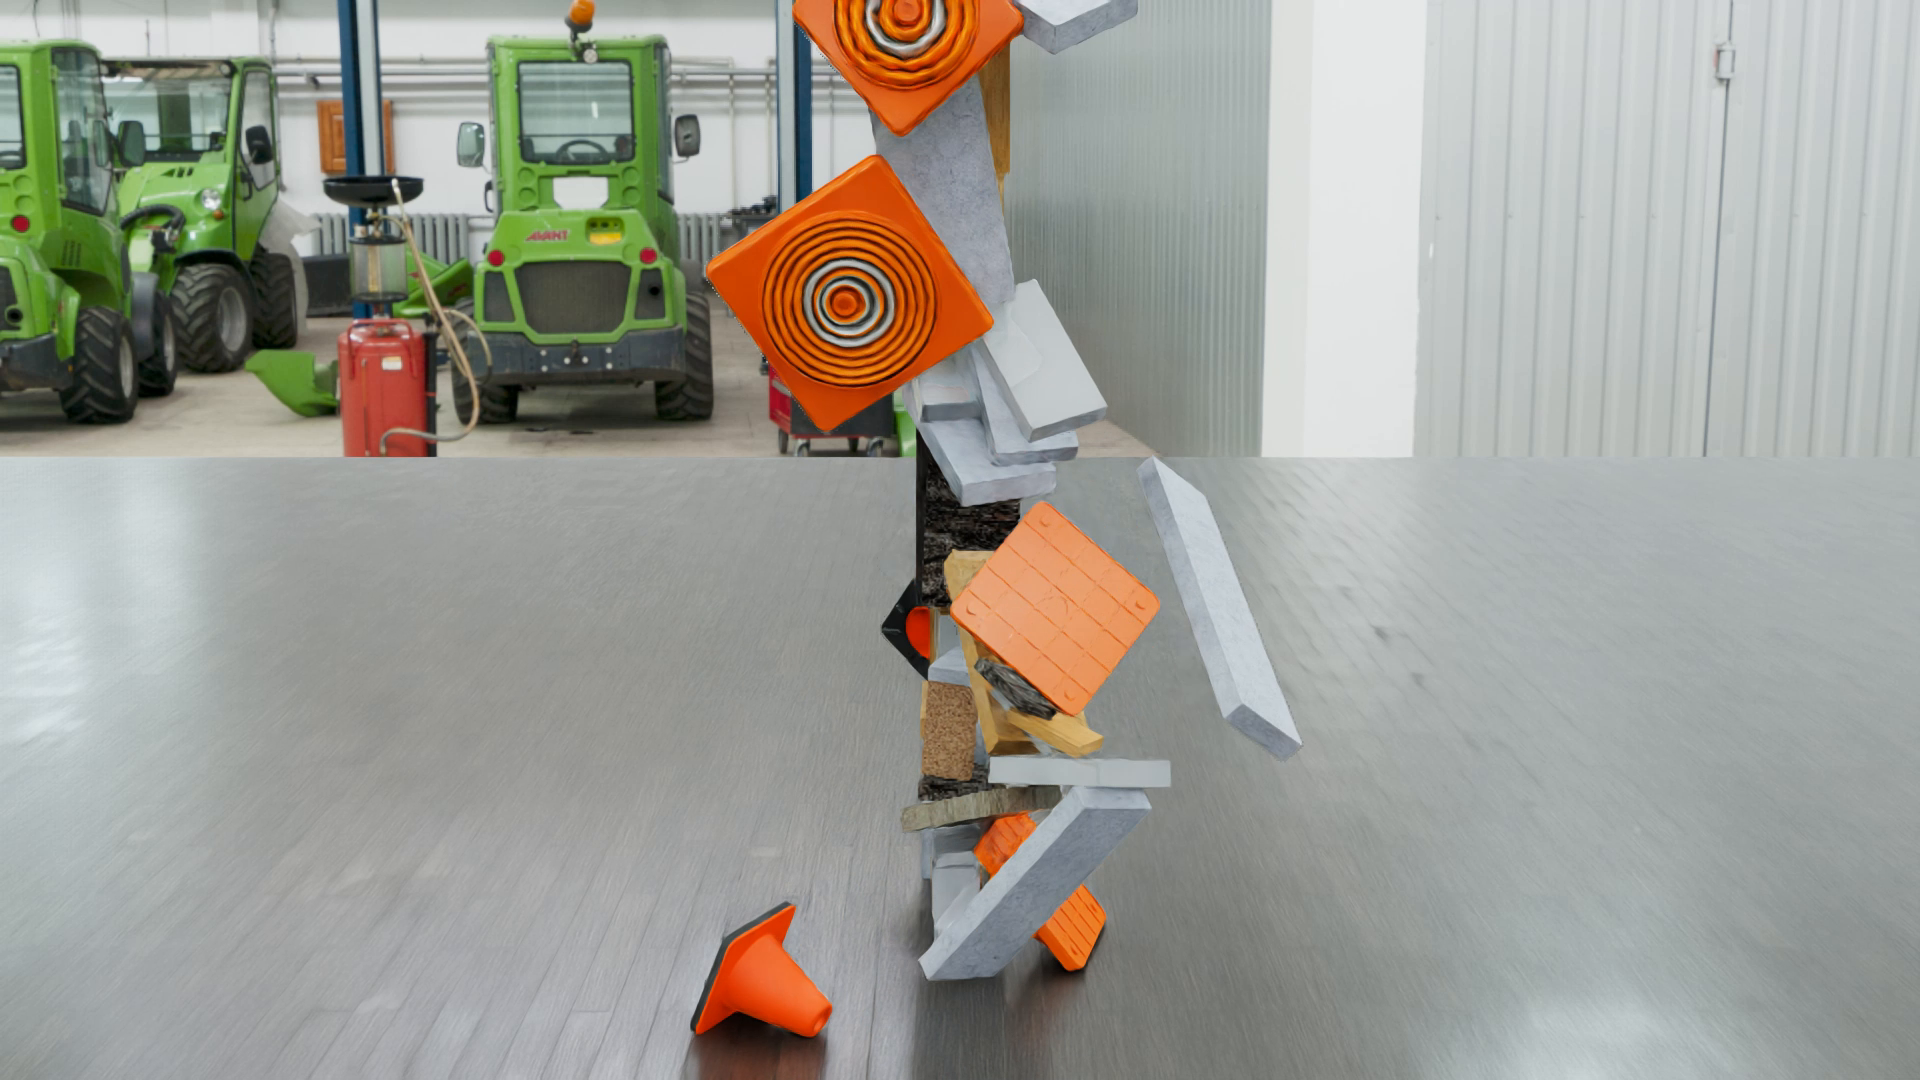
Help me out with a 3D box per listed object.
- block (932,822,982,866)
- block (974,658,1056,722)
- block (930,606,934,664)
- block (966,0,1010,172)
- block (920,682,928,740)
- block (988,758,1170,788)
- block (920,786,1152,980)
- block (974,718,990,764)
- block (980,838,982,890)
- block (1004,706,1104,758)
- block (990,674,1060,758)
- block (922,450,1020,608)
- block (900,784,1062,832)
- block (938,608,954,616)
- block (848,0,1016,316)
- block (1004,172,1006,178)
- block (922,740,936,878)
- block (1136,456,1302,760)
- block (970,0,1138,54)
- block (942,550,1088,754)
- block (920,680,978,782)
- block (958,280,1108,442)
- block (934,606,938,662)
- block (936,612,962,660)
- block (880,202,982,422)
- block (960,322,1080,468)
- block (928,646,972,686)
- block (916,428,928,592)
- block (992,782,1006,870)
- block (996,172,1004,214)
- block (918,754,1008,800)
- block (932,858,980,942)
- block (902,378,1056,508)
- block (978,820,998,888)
[{"bbox_3d":[-0.004,0.472,3.427,0.073,0.021,0.146,-3,11,-1],"label":"block"},{"bbox_3d":[0.079,0.213,3.154,0.064,0.018,0.128,21,13,-40],"label":"block"},{"bbox_3d":[-0.001,0.162,3.825,0.104,0.208,0.029,0,11,-1],"label":"block"},{"bbox_3d":[-0.007,-0.727,3.382,0.166,0.332,0.047,-1,34,0],"label":"block"},{"bbox_3d":[-0.004,0.292,3.794,0.126,0.036,0.252,0,11,0],"label":"block"},{"bbox_3d":[0.169,0.332,3.148,0.128,0.036,0.257,5,-6,-35],"label":"block"},{"bbox_3d":[0.104,0.498,3.163,0.128,0.423,0.036,6,44,-39],"label":"block"},{"bbox_3d":[0.012,0.285,3.615,0.080,0.159,0.023,6,12,17],"label":"block"},{"bbox_3d":[-0.002,0.549,3.489,0.073,0.146,0.021,-1,4,-4],"label":"block"},{"bbox_3d":[0.134,0.268,3.132,0.128,0.018,0.064,27,24,31],"label":"block"},{"bbox_3d":[0.106,0.256,3.212,0.128,0.018,0.064,49,34,16],"label":"block"},{"bbox_3d":[0.019,-0.039,3.560,0.151,0.302,0.043,3,16,-1],"label":"block"},{"bbox_3d":[0.029,0.407,3.339,0.128,0.036,0.257,-2,-11,-33],"label":"block"},{"bbox_3d":[0.003,0.096,3.705,0.087,0.025,0.175,2,11,-6],"label":"block"},{"bbox_3d":[-0.038,-0.580,3.287,0.166,0.488,0.047,-8,28,6],"label":"block"},{"bbox_3d":[0.002,-0.682,3.886,0.152,0.043,0.304,6,3,2],"label":"block"},{"bbox_3d":[-0.002,0.449,3.738,0.126,0.252,0.036,0,11,0],"label":"block"},{"bbox_3d":[0.388,0.089,3.365,0.129,0.036,0.629,35,24,-29],"label":"block"},{"bbox_3d":[0.085,-0.832,3.215,0.166,0.047,0.332,-31,55,-29],"label":"block"},{"bbox_3d":[0.084,0.166,3.320,0.151,0.329,0.043,1,-33,-24],"label":"block"},{"bbox_3d":[-0.015,0.300,3.508,0.080,0.159,0.023,8,13,15],"label":"block"},{"bbox_3d":[0.111,-0.278,3.388,0.129,0.257,0.036,-18,-27,-18],"label":"block"},{"bbox_3d":[0.000,0.191,3.761,0.087,0.175,0.025,0,11,0],"label":"block"},{"bbox_3d":[0.006,0.208,3.655,0.087,0.175,0.025,2,3,-6],"label":"block"},{"bbox_3d":[-0.012,-0.373,3.522,0.168,0.402,0.048,-5,-31,-11],"label":"block"},{"bbox_3d":[0.091,-0.235,3.402,0.129,0.257,0.036,-6,-30,-12],"label":"block"},{"bbox_3d":[0.009,0.204,3.540,0.080,0.023,0.159,8,11,14],"label":"block"},{"bbox_3d":[0.009,-0.096,3.657,0.163,0.364,0.046,0,15,-1],"label":"block"},{"bbox_3d":[0.027,0.488,3.670,0.099,0.199,0.028,0,9,1],"label":"block"},{"bbox_3d":[-0.012,-0.620,3.548,0.168,0.048,0.337,1,43,2],"label":"block"},{"bbox_3d":[0.006,0.387,3.587,0.099,0.028,0.199,2,10,14],"label":"block"},{"bbox_3d":[-0.005,0.565,3.393,0.073,0.146,0.021,-2,0,4],"label":"block"},{"bbox_3d":[0.026,-0.166,3.447,0.151,0.043,0.301,-9,39,-17],"label":"block"},{"bbox_3d":[0.011,0.515,3.521,0.099,0.199,0.028,-1,6,-2],"label":"block"}]
